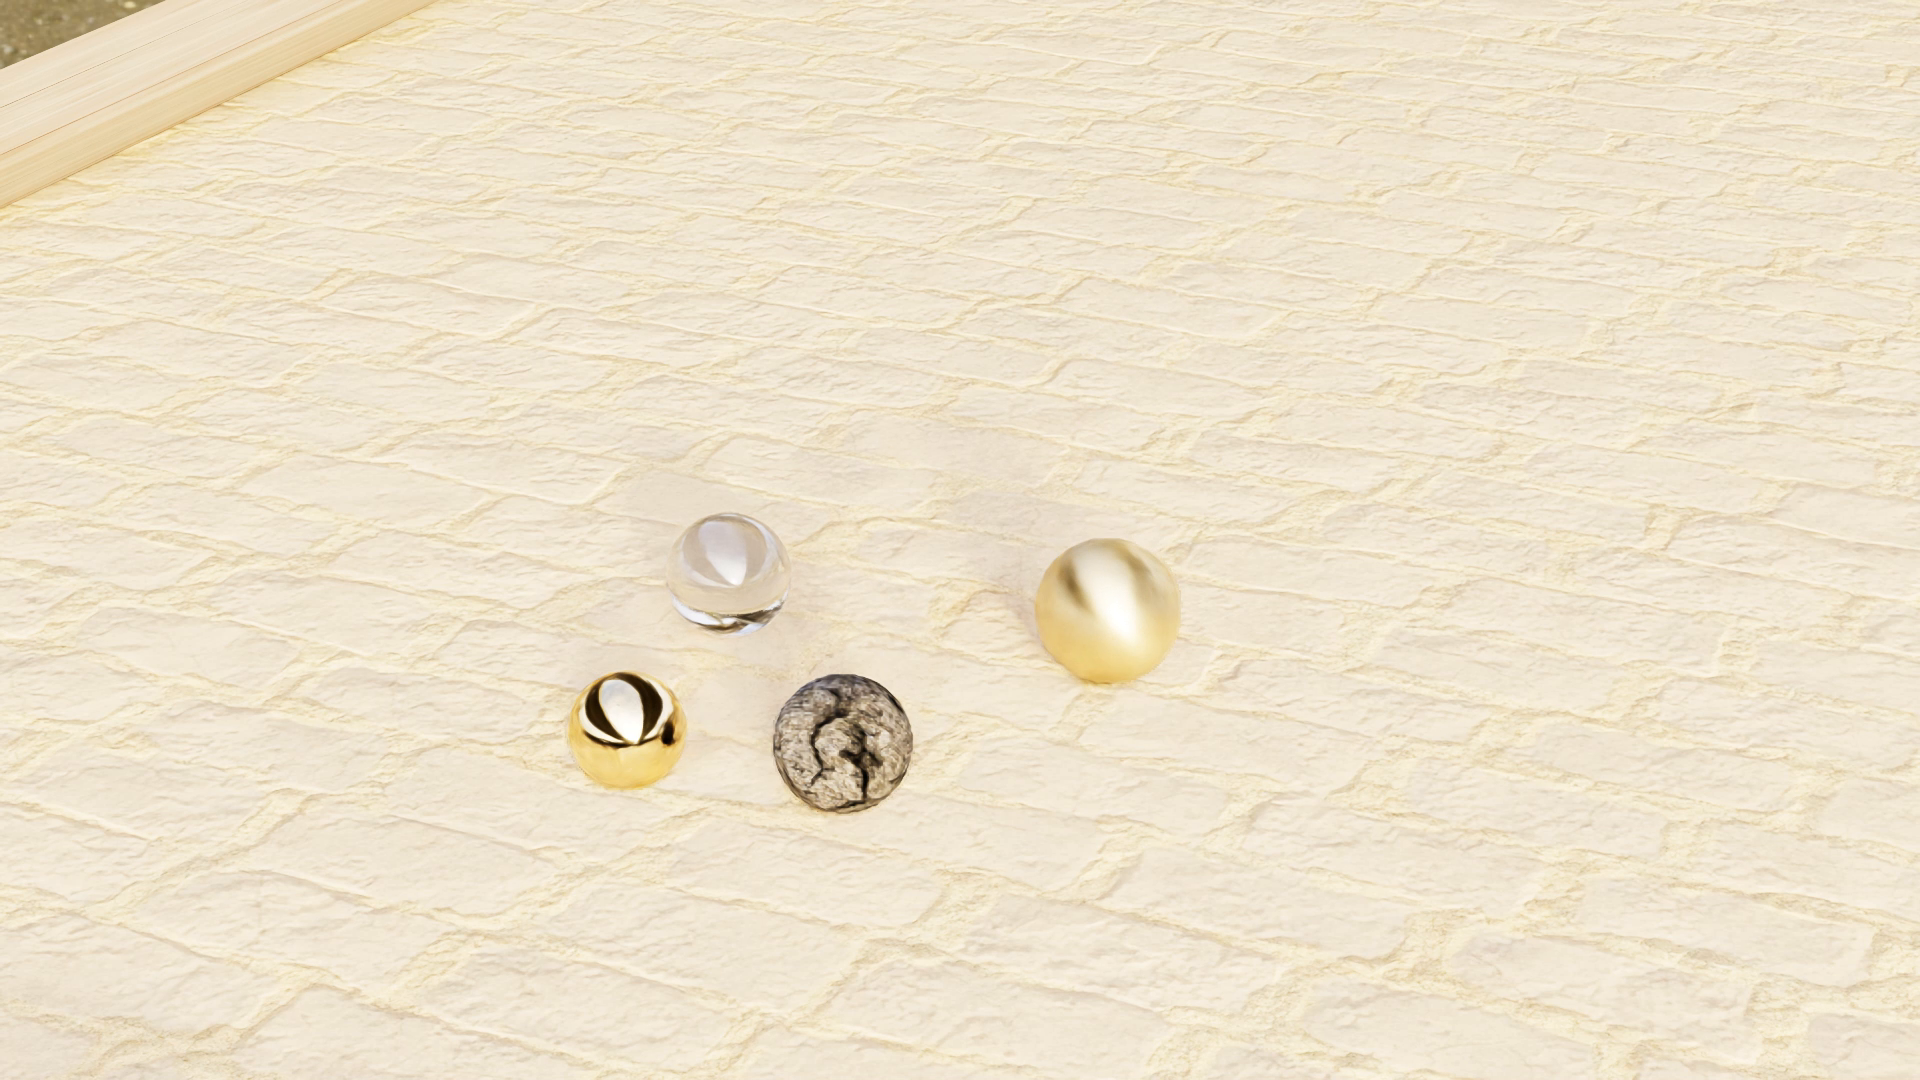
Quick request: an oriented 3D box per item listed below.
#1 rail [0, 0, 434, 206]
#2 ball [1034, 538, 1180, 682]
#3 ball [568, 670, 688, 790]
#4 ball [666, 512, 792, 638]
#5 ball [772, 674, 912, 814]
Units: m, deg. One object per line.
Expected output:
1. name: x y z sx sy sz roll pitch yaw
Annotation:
1. rail: -0.508 -0.555 2.810 0.045 0.107 3.536 11 29 21
2. ball: 0.083 0.040 1.664 0.082 0.082 0.082 0 27 0
3. ball: -0.177 0.101 1.564 0.063 0.063 0.063 0 27 0
4. ball: -0.135 0.020 1.712 0.073 0.073 0.073 0 27 0
5. ball: -0.061 0.107 1.541 0.073 0.073 0.073 0 27 0
